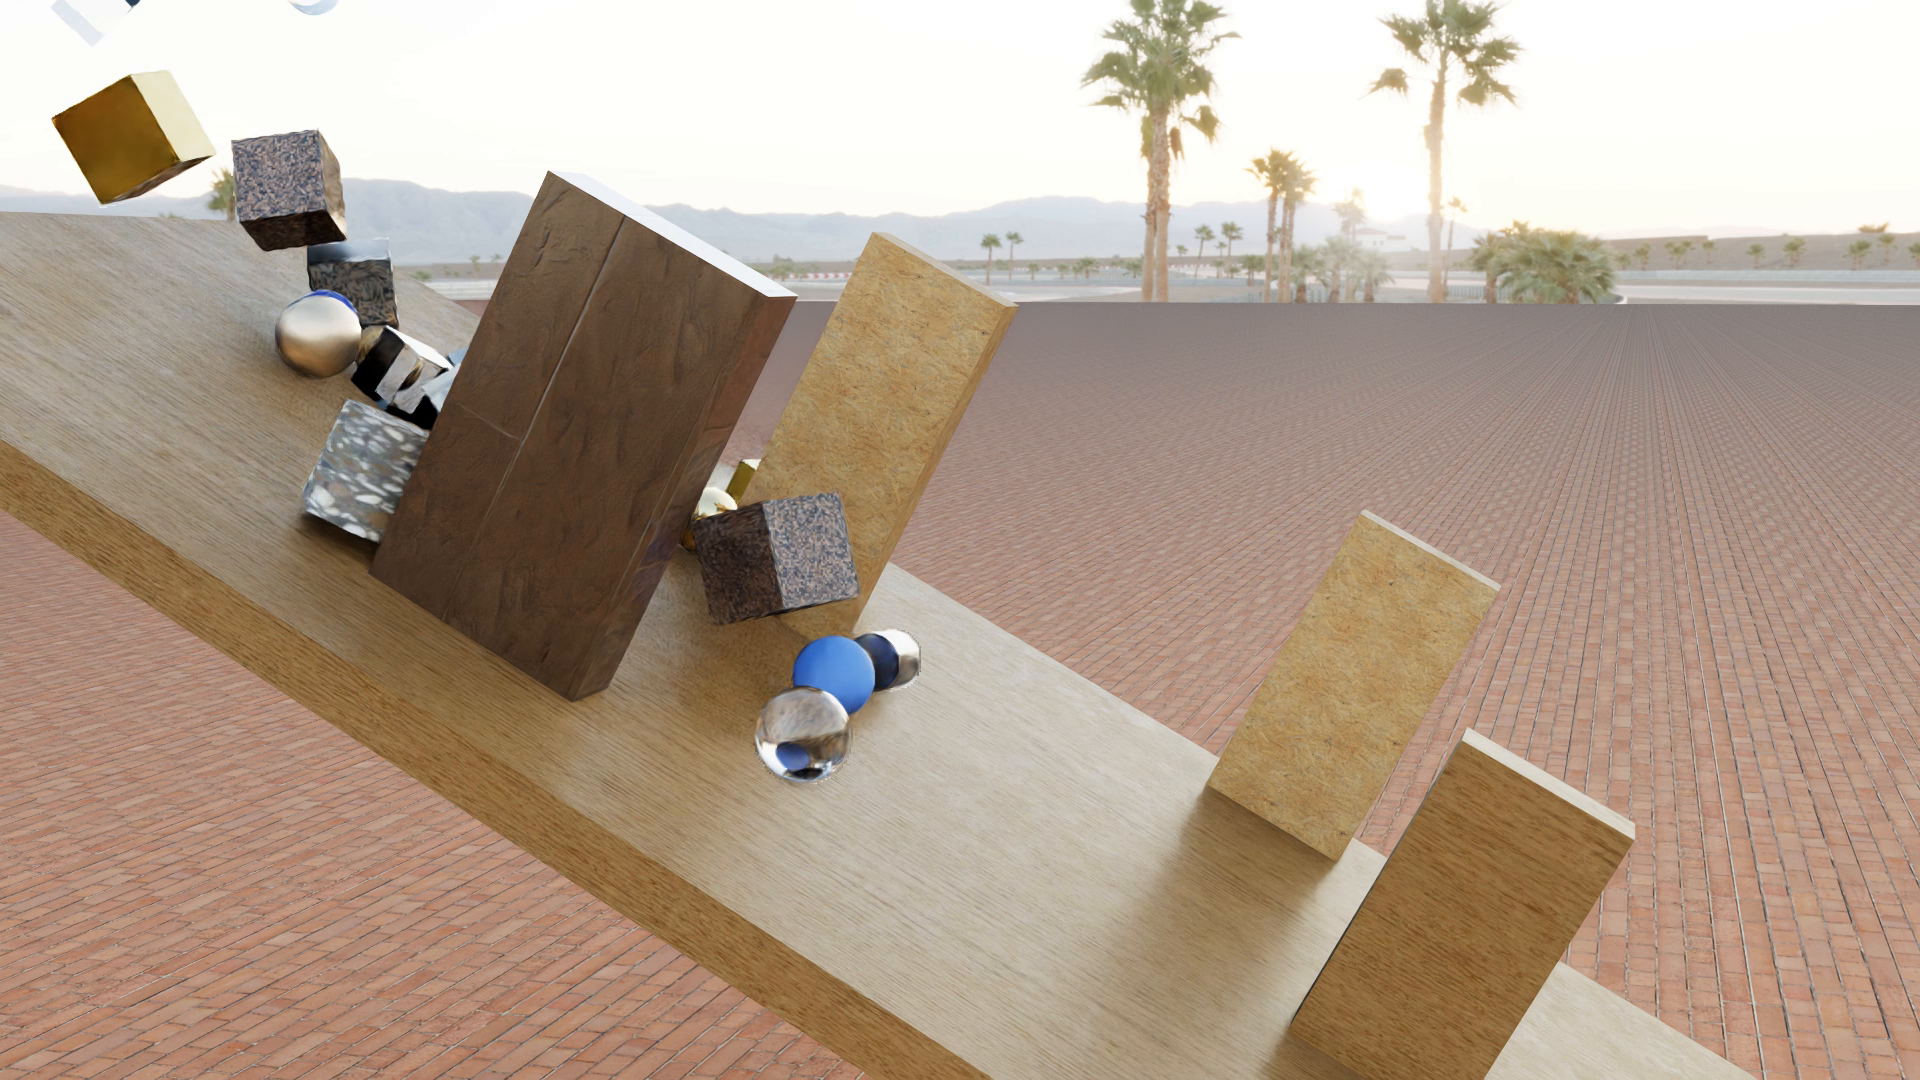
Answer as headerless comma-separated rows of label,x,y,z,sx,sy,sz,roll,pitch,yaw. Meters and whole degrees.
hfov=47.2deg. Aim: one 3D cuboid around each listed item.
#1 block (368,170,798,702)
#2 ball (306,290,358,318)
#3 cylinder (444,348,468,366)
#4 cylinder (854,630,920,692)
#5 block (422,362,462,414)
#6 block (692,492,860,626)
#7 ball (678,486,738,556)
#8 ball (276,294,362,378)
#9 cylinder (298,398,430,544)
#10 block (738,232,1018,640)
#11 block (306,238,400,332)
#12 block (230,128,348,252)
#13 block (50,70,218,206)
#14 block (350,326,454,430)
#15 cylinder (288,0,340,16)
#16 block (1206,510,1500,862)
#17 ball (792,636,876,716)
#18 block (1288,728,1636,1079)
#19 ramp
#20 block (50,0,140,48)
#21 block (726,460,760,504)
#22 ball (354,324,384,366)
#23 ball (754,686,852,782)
block,-0.616,-0.166,3.554,0.418,0.738,0.127,30,14,12
ball,-1.304,-0.447,4.517,0.133,0.133,0.133,0,7,0
cylinder,-1.004,-0.305,4.549,0.147,0.147,0.147,-2,24,-17
cylinder,-0.150,0.234,4.268,0.113,0.113,0.113,2,2,19
block,-0.950,-0.257,4.354,0.142,0.142,0.142,-33,46,-12
block,-0.334,0.034,3.984,0.194,0.194,0.194,-14,-3,42
ball,-0.519,-0.037,4.507,0.143,0.143,0.143,0,7,0
ball,-1.273,-0.403,4.364,0.165,0.165,0.165,0,7,0
cylinder,-0.984,-0.111,3.706,0.192,0.192,0.192,25,0,0
block,-0.200,-0.193,4.350,0.304,0.772,0.094,30,14,12
block,-1.286,-0.531,4.663,0.168,0.168,0.168,-7,24,-13
block,-1.402,-0.731,4.604,0.179,0.179,0.179,-8,-12,-3
block,-1.714,-0.839,4.574,0.197,0.197,0.197,-26,12,9
block,-1.105,-0.323,4.407,0.132,0.132,0.132,37,5,34
cylinder,-1.236,-1.062,4.166,0.112,0.112,0.112,-1,2,-5
block,0.832,0.310,4.673,0.324,0.676,0.090,30,14,12
ball,-0.230,0.250,4.003,0.151,0.151,0.151,0,7,0
block,0.832,0.647,3.667,0.310,0.584,0.112,30,14,12
ramp,-0.218,0.362,4.145,4.000,0.100,2.000,30,14,12
block,-1.774,-1.103,4.516,0.110,0.110,0.110,45,-29,-25
block,-0.413,-0.070,4.790,0.156,0.156,0.156,32,15,19
ball,-1.202,-0.391,4.561,0.111,0.111,0.111,0,7,0
ball,-0.261,0.323,3.667,0.160,0.160,0.160,0,7,0
